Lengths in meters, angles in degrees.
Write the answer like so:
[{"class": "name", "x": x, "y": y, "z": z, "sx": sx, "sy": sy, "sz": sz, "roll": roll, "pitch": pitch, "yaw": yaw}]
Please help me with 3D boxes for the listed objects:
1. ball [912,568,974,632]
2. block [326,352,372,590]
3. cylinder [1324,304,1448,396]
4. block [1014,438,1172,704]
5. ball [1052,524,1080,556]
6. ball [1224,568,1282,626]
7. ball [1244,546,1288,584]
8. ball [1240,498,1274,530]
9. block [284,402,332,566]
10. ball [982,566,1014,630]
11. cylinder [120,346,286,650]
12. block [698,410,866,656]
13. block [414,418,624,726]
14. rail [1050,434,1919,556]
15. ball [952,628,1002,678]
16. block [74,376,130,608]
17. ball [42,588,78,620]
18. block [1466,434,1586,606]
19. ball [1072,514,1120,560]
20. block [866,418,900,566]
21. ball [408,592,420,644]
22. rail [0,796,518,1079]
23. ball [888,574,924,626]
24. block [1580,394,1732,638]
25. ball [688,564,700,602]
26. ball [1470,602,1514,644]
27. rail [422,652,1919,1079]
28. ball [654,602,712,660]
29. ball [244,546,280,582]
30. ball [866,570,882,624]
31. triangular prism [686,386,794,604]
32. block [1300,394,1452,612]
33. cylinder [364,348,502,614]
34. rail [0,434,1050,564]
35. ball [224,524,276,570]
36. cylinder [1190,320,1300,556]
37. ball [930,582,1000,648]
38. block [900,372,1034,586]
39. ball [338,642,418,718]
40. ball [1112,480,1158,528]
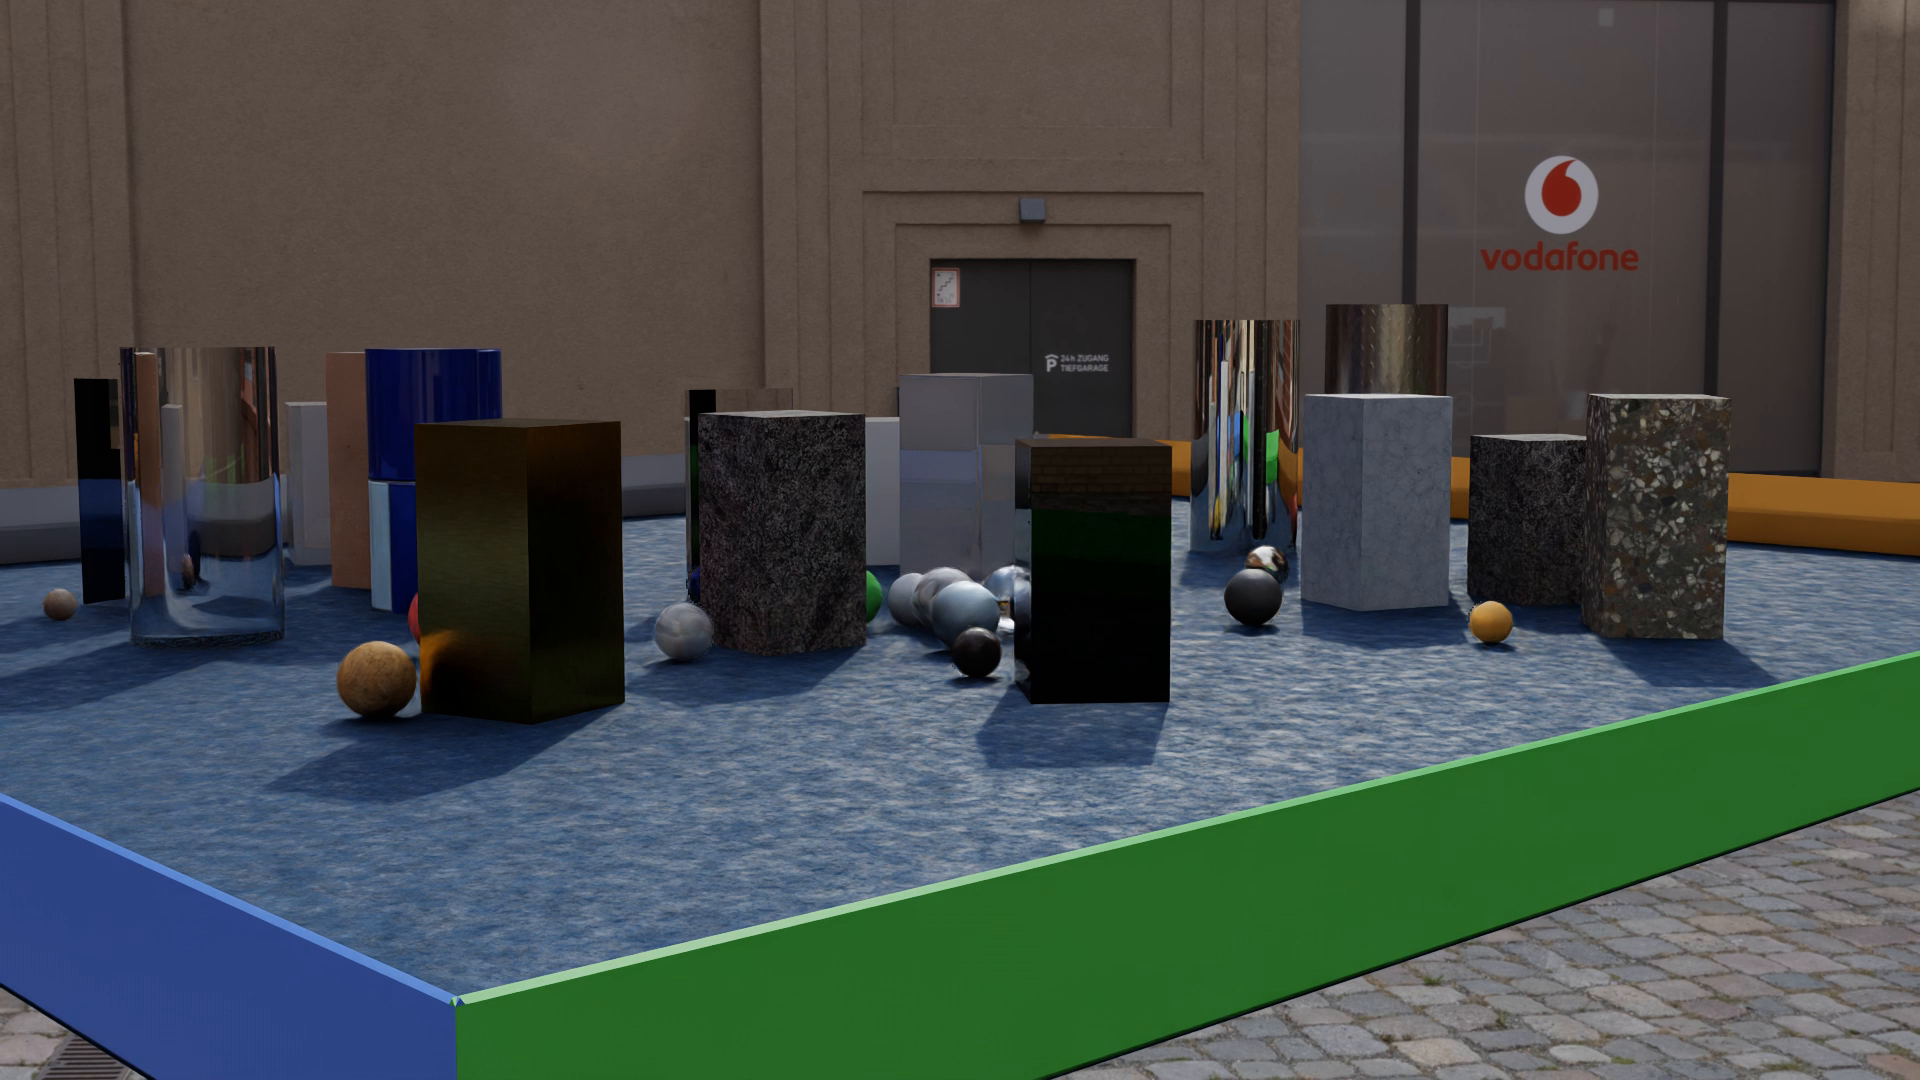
[{"class": "ball", "x": -0.019, "y": 0.084, "z": 3.033, "sx": 0.093, "sy": 0.093, "sz": 0.093, "roll": 0, "pitch": 6, "yaw": 0}, {"class": "block", "x": -0.912, "y": -0.116, "z": 3.584, "sx": 0.160, "sy": 0.378, "sz": 0.160, "roll": 4, "pitch": 7, "yaw": 32}, {"class": "cylinder", "x": 0.709, "y": -0.165, "z": 3.674, "sx": 0.200, "sy": 0.456, "sz": 0.200, "roll": 0, "pitch": 6, "yaw": 0}, {"class": "block", "x": 0.153, "y": 0.032, "z": 2.571, "sx": 0.160, "sy": 0.293, "sz": 0.160, "roll": -1, "pitch": 6, "yaw": -5}, {"class": "ball", "x": 0.198, "y": 0.000, "z": 4.006, "sx": 0.060, "sy": 0.060, "sz": 0.060, "roll": 0, "pitch": 6, "yaw": 0}, {"class": "ball", "x": 0.417, "y": 0.081, "z": 3.126, "sx": 0.081, "sy": 0.081, "sz": 0.081, "roll": 0, "pitch": 6, "yaw": 0}, {"class": "ball", "x": 0.492, "y": 0.043, "z": 3.538, "sx": 0.070, "sy": 0.070, "sz": 0.070, "roll": 0, "pitch": 6, "yaw": 0}, {"class": "ball", "x": 0.604, "y": -0.052, "z": 4.472, "sx": 0.066, "sy": 0.066, "sz": 0.066, "roll": 0, "pitch": 6, "yaw": 0}, {"class": "block", "x": -1.120, "y": -0.105, "z": 3.943, "sx": 0.160, "sy": 0.281, "sz": 0.160, "roll": -2, "pitch": 6, "yaw": -20}, {"class": "ball", "x": 0.072, "y": 0.079, "z": 3.041, "sx": 0.088, "sy": 0.088, "sz": 0.088, "roll": 0, "pitch": 6, "yaw": 0}, {"class": "cylinder", "x": -1.024, "y": -0.063, "z": 2.978, "sx": 0.200, "sy": 0.397, "sz": 0.200, "roll": 0, "pitch": 6, "yaw": 0}, {"class": "block", "x": -0.238, "y": -0.015, "z": 2.941, "sx": 0.160, "sy": 0.309, "sz": 0.160, "roll": -5, "pitch": 8, "yaw": -39}, {"class": "block", "x": -0.492, "y": 0.029, "z": 2.465, "sx": 0.160, "sy": 0.321, "sz": 0.160, "roll": 3, "pitch": 7, "yaw": 30}, {"class": "rail", "x": 1.270, "y": -0.087, "z": 4.497, "sx": 0.045, "sy": 0.130, "sz": 3.116, "roll": -5, "pitch": 8, "yaw": -42}, {"class": "ball", "x": 0.021, "y": 0.137, "z": 2.681, "sx": 0.062, "sy": 0.062, "sz": 0.062, "roll": 0, "pitch": 6, "yaw": 0}, {"class": "block", "x": -1.229, "y": -0.077, "z": 3.370, "sx": 0.160, "sy": 0.344, "sz": 0.160, "roll": 3, "pitch": 7, "yaw": 25}, {"class": "ball", "x": -1.298, "y": 0.093, "z": 3.172, "sx": 0.047, "sy": 0.047, "sz": 0.047, "roll": 0, "pitch": 6, "yaw": 0}, {"class": "block", "x": 0.903, "y": -0.035, "z": 3.420, "sx": 0.160, "sy": 0.250, "sz": 0.160, "roll": -2, "pitch": 6, "yaw": -17}, {"class": "ball", "x": 0.244, "y": -0.005, "z": 3.942, "sx": 0.083, "sy": 0.083, "sz": 0.083, "roll": 0, "pitch": 6, "yaw": 0}, {"class": "block", "x": -0.106, "y": -0.090, "z": 3.944, "sx": 0.160, "sy": 0.252, "sz": 0.160, "roll": -1, "pitch": 6, "yaw": -14}, {"class": "ball", "x": -0.663, "y": 0.100, "z": 2.846, "sx": 0.100, "sy": 0.100, "sz": 0.100, "roll": 0, "pitch": 6, "yaw": 0}, {"class": "rail", "x": -1.270, "y": 0.155, "z": 2.166, "sx": 0.045, "sy": 0.130, "sz": 3.116, "roll": -5, "pitch": 8, "yaw": -42}, {"class": "ball", "x": -0.065, "y": 0.085, "z": 3.111, "sx": 0.076, "sy": 0.076, "sz": 0.076, "roll": 0, "pitch": 6, "yaw": 0}, {"class": "block", "x": 0.968, "y": -0.037, "z": 3.067, "sx": 0.160, "sy": 0.327, "sz": 0.160, "roll": 1, "pitch": 6, "yaw": 5}, {"class": "ball", "x": -0.375, "y": 0.066, "z": 3.323, "sx": 0.070, "sy": 0.070, "sz": 0.070, "roll": 0, "pitch": 6, "yaw": 0}, {"class": "ball", "x": 0.715, "y": 0.111, "z": 2.956, "sx": 0.057, "sy": 0.057, "sz": 0.057, "roll": 0, "pitch": 6, "yaw": 0}, {"class": "rail", "x": 1.041, "y": 0.150, "z": 2.210, "sx": 3.503, "sy": 0.130, "sz": 0.045, "roll": -5, "pitch": 8, "yaw": -42}, {"class": "ball", "x": -0.353, "y": 0.117, "z": 2.809, "sx": 0.074, "sy": 0.074, "sz": 0.074, "roll": 0, "pitch": 6, "yaw": 0}, {"class": "ball", "x": -1.149, "y": 0.041, "z": 3.619, "sx": 0.059, "sy": 0.059, "sz": 0.059, "roll": 0, "pitch": 6, "yaw": 0}, {"class": "ball", "x": -0.154, "y": 0.080, "z": 3.098, "sx": 0.089, "sy": 0.089, "sz": 0.089, "roll": 0, "pitch": 6, "yaw": 0}, {"class": "triangular prism", "x": -0.368, "y": -0.075, "z": 3.439, "sx": 0.173, "sy": 0.326, "sz": 0.150, "roll": -3, "pitch": 7, "yaw": -26}, {"class": "block", "x": 0.635, "y": -0.062, "z": 3.361, "sx": 0.160, "sy": 0.316, "sz": 0.160, "roll": -3, "pitch": 7, "yaw": -24}, {"class": "cylinder", "x": -0.790, "y": -0.094, "z": 3.320, "sx": 0.200, "sy": 0.389, "sz": 0.200, "roll": 0, "pitch": 6, "yaw": 0}, {"class": "rail", "x": -1.041, "y": -0.083, "z": 4.453, "sx": 3.503, "sy": 0.130, "sz": 0.045, "roll": -5, "pitch": 8, "yaw": -42}, {"class": "ball", "x": -1.219, "y": 0.013, "z": 3.776, "sx": 0.082, "sy": 0.082, "sz": 0.082, "roll": 0, "pitch": 6, "yaw": 0}, {"class": "cylinder", "x": 0.531, "y": -0.196, "z": 4.104, "sx": 0.200, "sy": 0.429, "sz": 0.200, "roll": 0, "pitch": 6, "yaw": 0}, {"class": "ball", "x": 0.007, "y": 0.100, "z": 2.891, "sx": 0.091, "sy": 0.091, "sz": 0.091, "roll": 0, "pitch": 6, "yaw": 0}, {"class": "block", "x": 0.011, "y": -0.103, "z": 3.641, "sx": 0.160, "sy": 0.341, "sz": 0.160, "roll": 4, "pitch": 7, "yaw": 33}, {"class": "ball", "x": -0.639, "y": 0.153, "z": 2.412, "sx": 0.084, "sy": 0.084, "sz": 0.084, "roll": 0, "pitch": 6, "yaw": 0}, {"class": "ball", "x": 0.362, "y": -0.075, "z": 4.540, "sx": 0.098, "sy": 0.098, "sz": 0.098, "roll": 0, "pitch": 6, "yaw": 0}]
